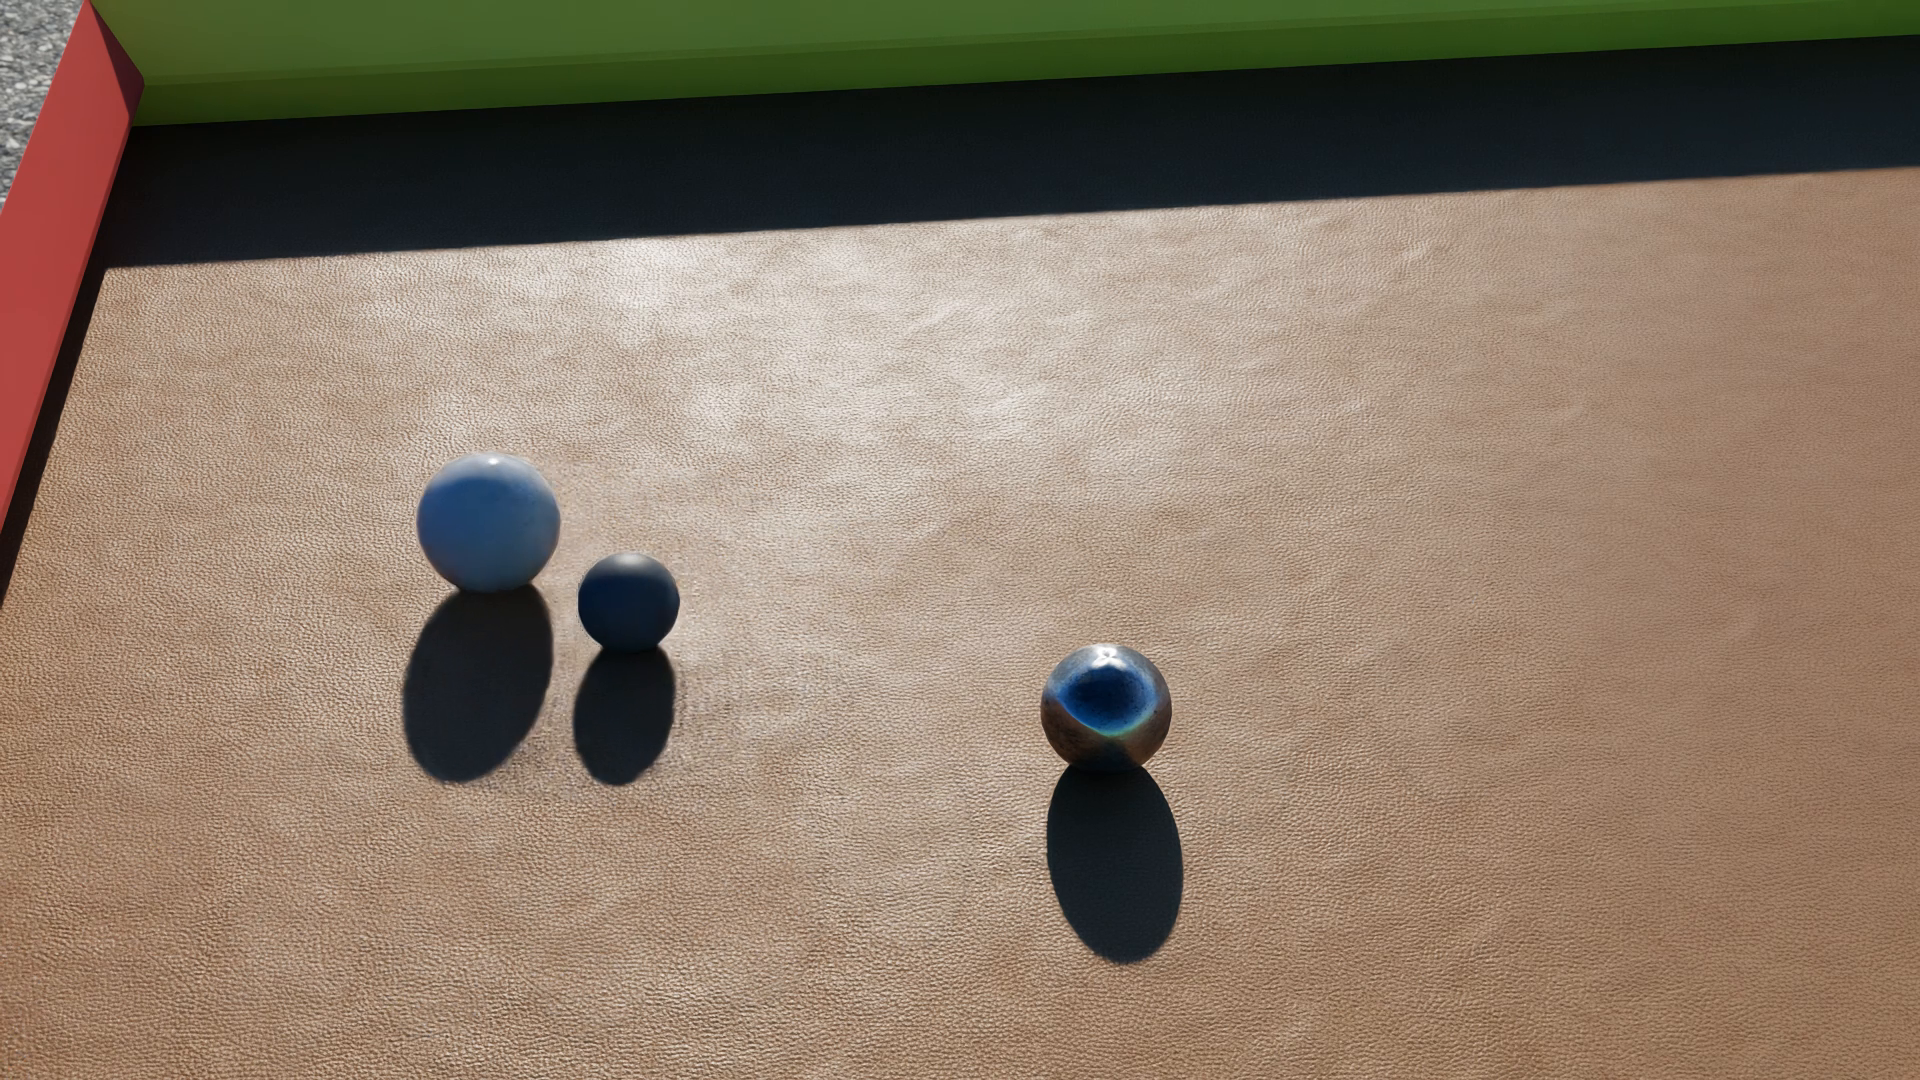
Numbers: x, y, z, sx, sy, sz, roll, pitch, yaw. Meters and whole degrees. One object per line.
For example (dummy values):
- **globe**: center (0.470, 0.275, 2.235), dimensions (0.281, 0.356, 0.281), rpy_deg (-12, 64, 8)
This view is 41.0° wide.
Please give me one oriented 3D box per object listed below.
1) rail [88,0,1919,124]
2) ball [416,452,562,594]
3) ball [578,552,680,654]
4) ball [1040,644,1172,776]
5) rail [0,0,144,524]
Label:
- **rail**: center (0.579, -0.500, 2.371), dimensions (2.692, 0.124, 0.045), rpy_deg (-4, 36, -5)
- **ball**: center (-0.314, -0.011, 1.711), dimensions (0.095, 0.095, 0.095), rpy_deg (0, 35, 0)
- **ball**: center (-0.215, 0.041, 1.664), dimensions (0.066, 0.066, 0.066), rpy_deg (0, 35, 0)
- **ball**: center (0.089, 0.103, 1.563), dimensions (0.081, 0.081, 0.081), rpy_deg (0, 35, 0)
- **rail**: center (-0.645, 0.026, 1.633), dimensions (0.045, 0.124, 1.560), rpy_deg (-4, 36, -5)
